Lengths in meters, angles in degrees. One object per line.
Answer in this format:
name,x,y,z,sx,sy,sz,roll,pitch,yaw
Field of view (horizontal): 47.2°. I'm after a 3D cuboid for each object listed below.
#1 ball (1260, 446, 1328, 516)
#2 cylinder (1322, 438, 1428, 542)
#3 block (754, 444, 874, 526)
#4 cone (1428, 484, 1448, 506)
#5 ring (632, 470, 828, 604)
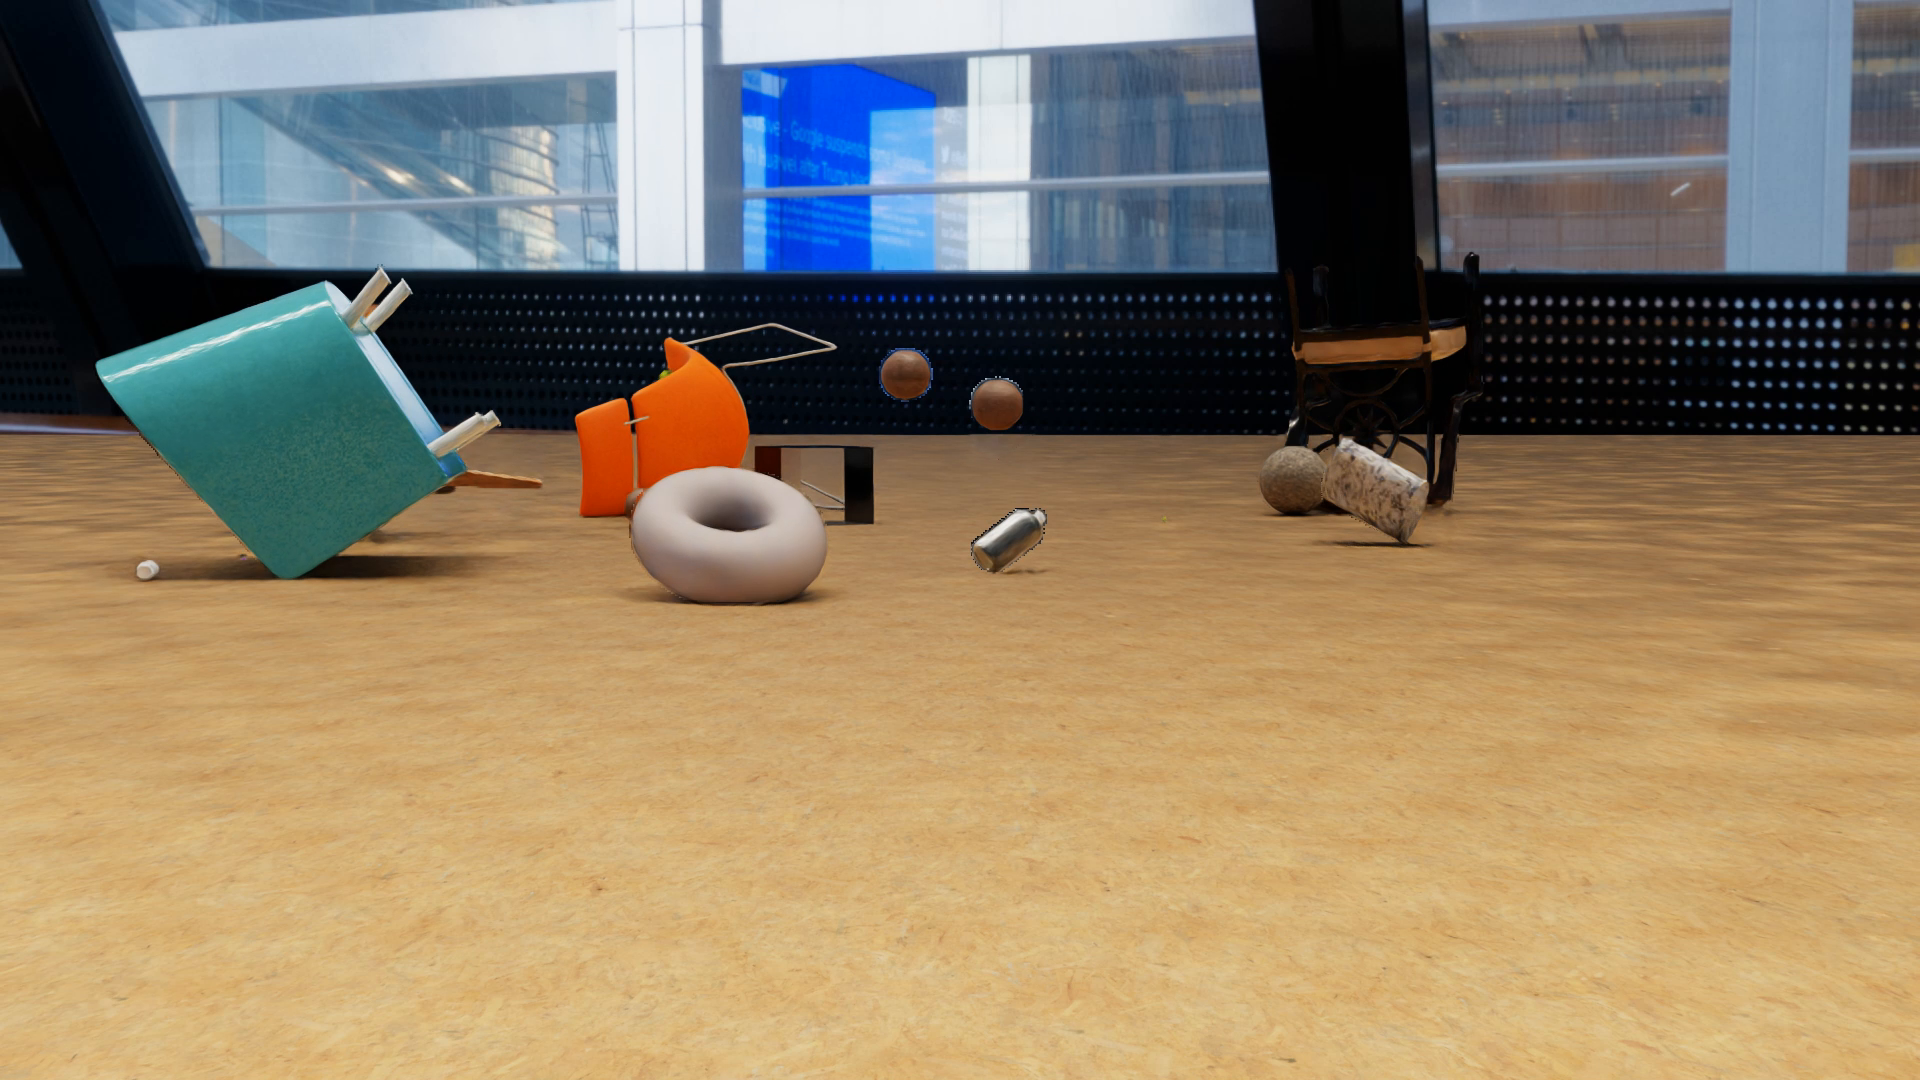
ball,1.192,-0.213,7.838,0.248,0.248,0.248,0,4,0
cylinder,1.197,-0.143,6.340,0.263,0.140,0.261,32,-27,22
block,-0.491,-0.186,7.390,0.272,0.256,0.343,-2,5,-31
cone,1.811,-0.163,8.336,0.076,0.084,0.047,-16,14,23
ring,-0.500,-0.010,4.762,0.404,0.163,0.478,-15,33,-32
